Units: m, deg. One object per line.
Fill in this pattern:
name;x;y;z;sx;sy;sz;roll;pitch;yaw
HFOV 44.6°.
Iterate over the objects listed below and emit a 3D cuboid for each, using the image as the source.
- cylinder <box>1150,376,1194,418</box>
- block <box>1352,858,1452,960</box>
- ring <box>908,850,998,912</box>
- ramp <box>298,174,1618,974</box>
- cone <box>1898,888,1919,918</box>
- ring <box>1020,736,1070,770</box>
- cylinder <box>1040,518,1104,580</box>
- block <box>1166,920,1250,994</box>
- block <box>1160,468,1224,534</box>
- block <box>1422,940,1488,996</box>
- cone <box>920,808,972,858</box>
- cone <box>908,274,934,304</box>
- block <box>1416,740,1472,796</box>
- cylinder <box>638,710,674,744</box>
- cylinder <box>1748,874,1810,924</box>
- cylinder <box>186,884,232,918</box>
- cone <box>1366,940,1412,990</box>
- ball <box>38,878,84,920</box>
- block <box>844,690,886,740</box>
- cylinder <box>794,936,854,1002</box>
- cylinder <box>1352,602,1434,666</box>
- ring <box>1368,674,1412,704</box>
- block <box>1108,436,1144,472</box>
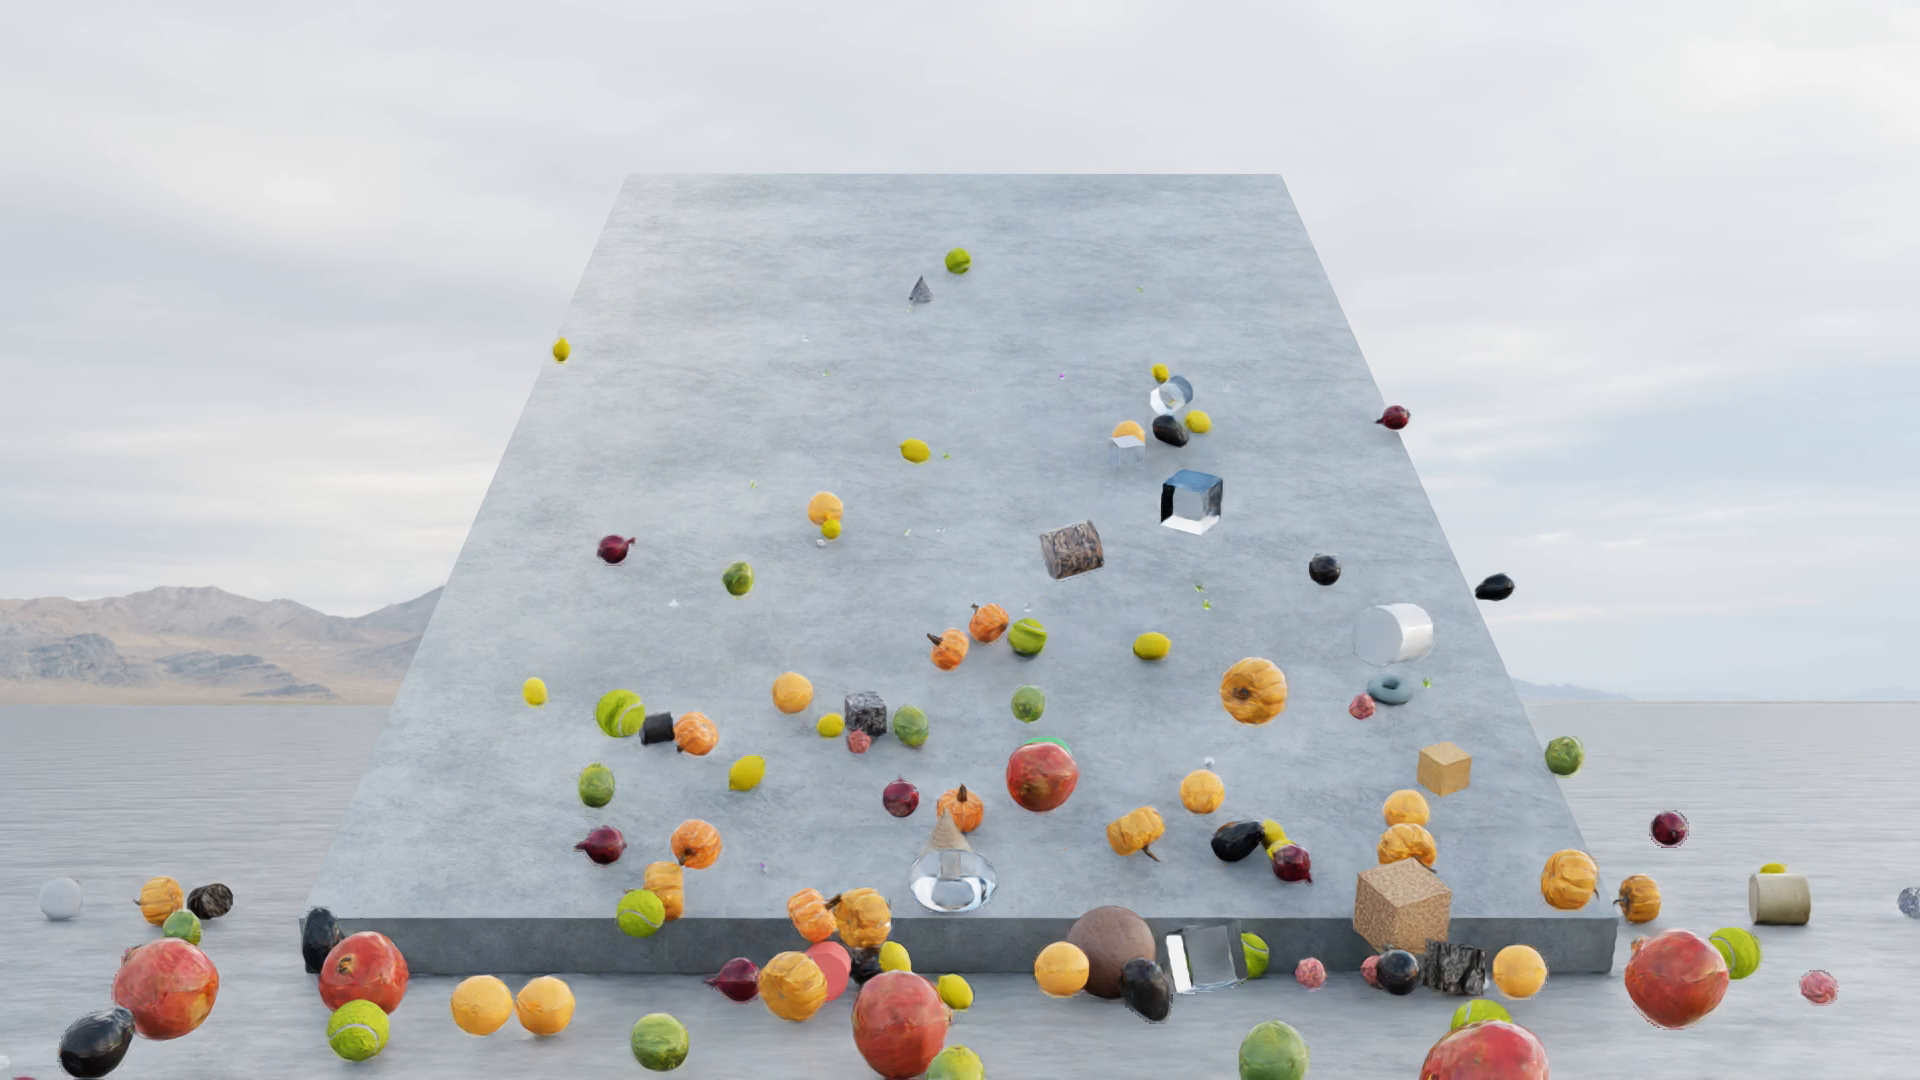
cylinder;0.476;-0.323;5.273;0.070;0.070;0.070;3;-24;-33
block;0.658;0.550;3.484;0.099;0.099;0.099;-12;29;-23
ring;-0.011;0.523;3.599;0.139;0.046;0.139;0;24;0
ramp;-0.009;-0.229;5.380;2.000;0.100;4.000;0;25;0
cone;1.839;0.711;4.512;0.064;0.064;0.064;-1;-31;18
ring;0.145;0.362;3.966;0.087;0.029;0.087;-1;25;0
cylinder;0.200;0.017;4.192;0.090;0.090;0.090;-16;-1;-9
block;0.350;0.590;3.314;0.082;0.082;0.082;-6;-17;-14
block;0.479;-0.080;4.835;0.093;0.093;0.093;15;29;29
block;0.700;0.605;3.316;0.064;0.064;0.064;10;-5;-12
cone;-0.022;0.459;3.688;0.087;0.087;0.087;0;25;0
cone;-0.101;-0.660;6.101;0.068;0.068;0.068;0;25;0
block;0.804;0.380;3.892;0.060;0.060;0.060;-14;28;-27
cylinder;-0.521;0.322;4.016;0.052;0.052;0.052;-8;-1;-18
cylinder;1.528;0.670;4.372;0.093;0.093;0.093;-1;-4;8
cylinder;-1.412;0.681;4.407;0.062;0.062;0.062;4;-9;-44
cone;0.621;0.609;3.395;0.065;0.065;0.065;-2;13;1
ball;-1.708;0.681;4.450;0.080;0.080;0.080;0;-4;0
block;-0.164;0.304;4.052;0.058;0.058;0.058;-8;26;-18
cylinder;-0.189;0.602;3.270;0.069;0.069;0.069;-1;22;13
cylinder;0.714;0.155;3.867;0.097;0.097;0.097;-4;0;42
ring;0.766;0.265;4.177;0.080;0.027;0.080;0;29;0
block;0.363;-0.188;5.108;0.058;0.058;0.058;-8;26;-18
